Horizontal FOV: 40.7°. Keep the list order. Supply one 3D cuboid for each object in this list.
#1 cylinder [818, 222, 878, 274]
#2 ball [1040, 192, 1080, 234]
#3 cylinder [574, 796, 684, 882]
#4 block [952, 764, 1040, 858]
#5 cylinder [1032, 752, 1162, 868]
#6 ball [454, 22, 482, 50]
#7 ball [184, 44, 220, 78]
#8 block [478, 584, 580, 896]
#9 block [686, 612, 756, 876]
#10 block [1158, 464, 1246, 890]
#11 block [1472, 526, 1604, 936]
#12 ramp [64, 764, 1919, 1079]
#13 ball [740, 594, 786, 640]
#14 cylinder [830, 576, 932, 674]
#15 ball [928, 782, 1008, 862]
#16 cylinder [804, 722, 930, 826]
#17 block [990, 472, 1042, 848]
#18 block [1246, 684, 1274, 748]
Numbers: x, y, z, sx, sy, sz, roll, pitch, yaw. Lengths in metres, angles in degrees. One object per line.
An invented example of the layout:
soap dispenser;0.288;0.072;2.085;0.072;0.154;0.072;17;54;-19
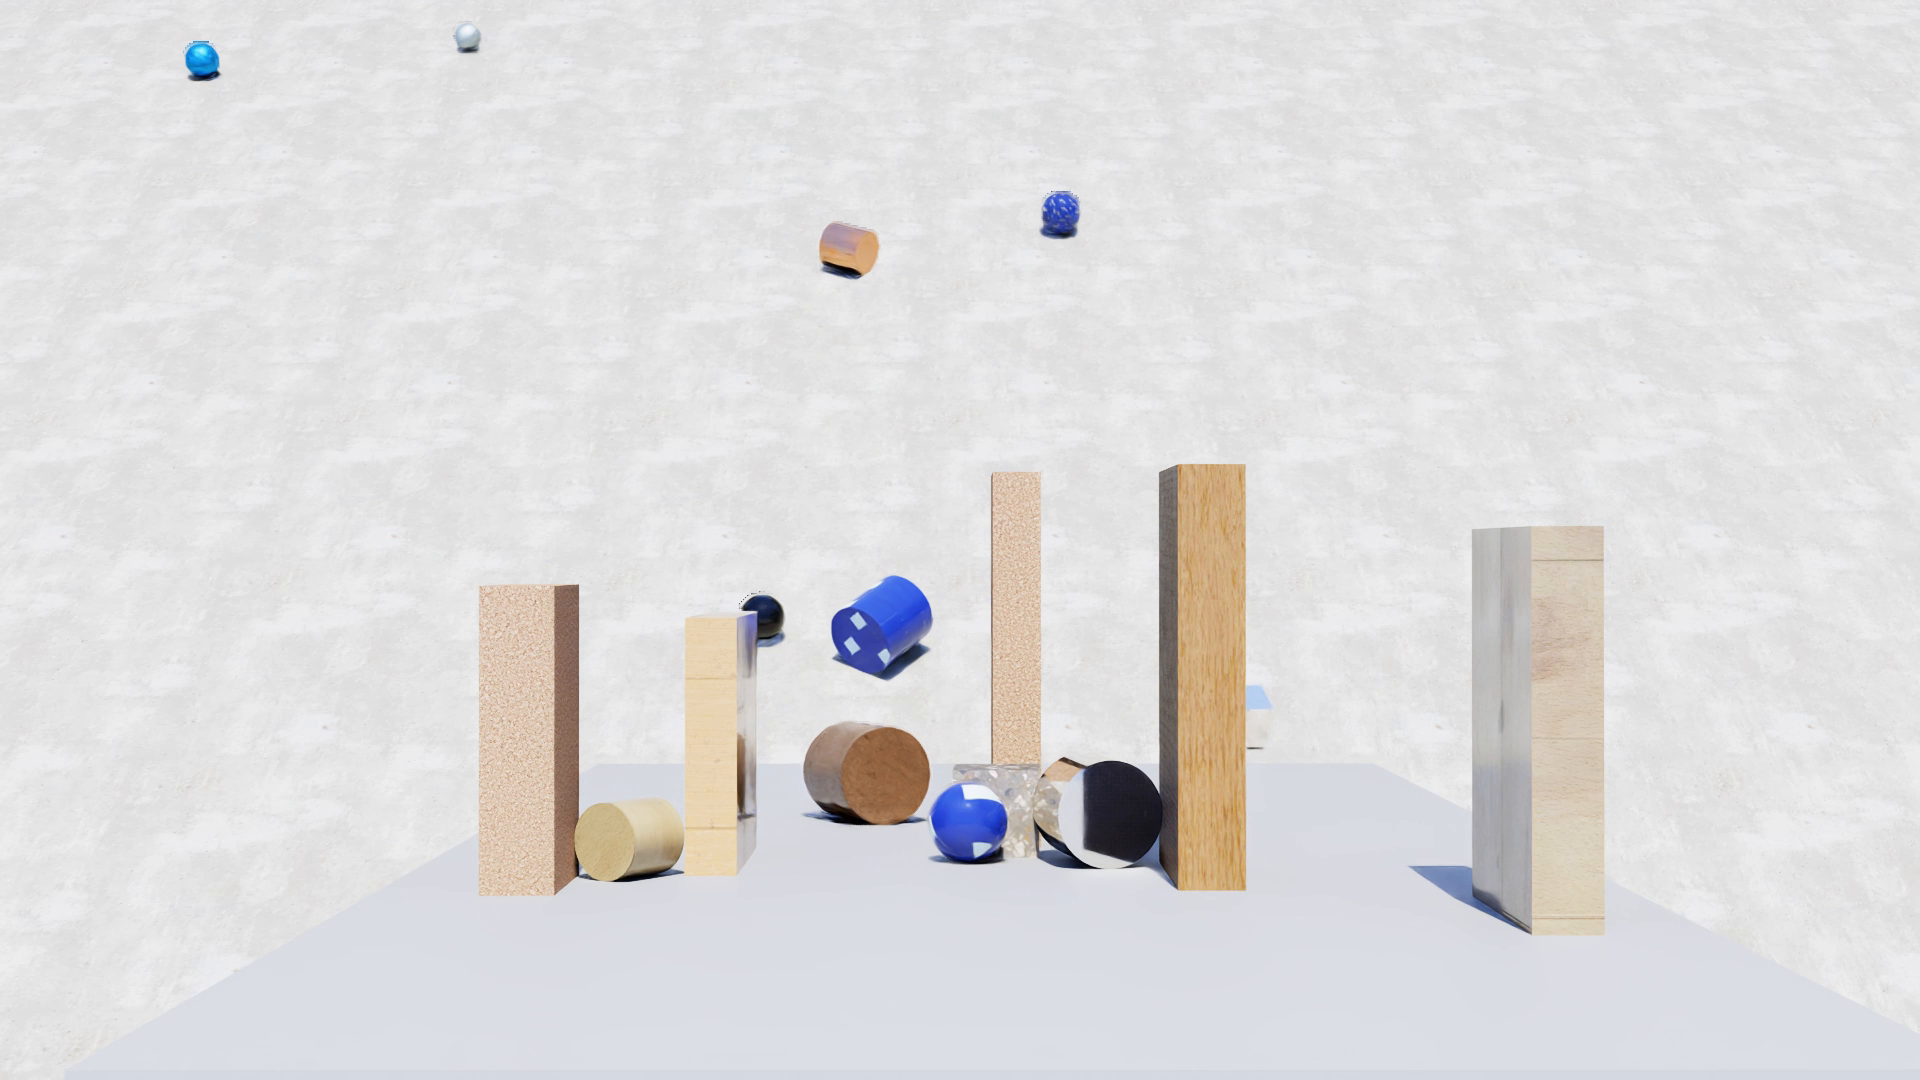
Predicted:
cylinder;-0.405;-1.059;9.418;0.158;0.158;0.158;17;35;25
ball;0.377;-1.225;9.700;0.151;0.151;0.151;0;31;0
cylinder;-0.550;0.497;4.310;0.129;0.129;0.129;21;11;31
block;0.066;0.486;4.666;0.154;0.154;0.154;0;0;2
cylinder;0.238;0.470;4.513;0.186;0.186;0.186;-7;1;-12
ball;-2.160;-2.210;11.369;0.117;0.117;0.117;0;31;0
ball;-3.243;-2.053;11.081;0.144;0.144;0.144;0;31;0
block;-0.698;0.317;4.212;0.119;0.487;0.268;0;0;0
block;-0.416;0.347;4.542;0.087;0.432;0.424;0;0;0
block;0.402;0.221;4.332;0.108;0.681;0.394;0;0;0
block;0.856;0.270;3.856;0.102;0.576;0.424;0;0;0
ramp;0.069;0.614;4.688;2.000;0.100;4.000;0;0;0
ball;-0.559;0.218;7.324;0.130;0.130;0.130;0;31;0
cylinder;-0.218;0.235;7.224;0.204;0.204;0.204;20;36;29
ball;0.014;0.493;4.521;0.140;0.140;0.140;0;31;0
cylinder;-0.189;0.470;5.237;0.195;0.195;0.195;-17;7;-25
block;0.104;0.220;4.889;0.088;0.689;0.287;0;0;0
block;0.752;0.470;6.900;0.121;0.121;0.121;0;30;-13
